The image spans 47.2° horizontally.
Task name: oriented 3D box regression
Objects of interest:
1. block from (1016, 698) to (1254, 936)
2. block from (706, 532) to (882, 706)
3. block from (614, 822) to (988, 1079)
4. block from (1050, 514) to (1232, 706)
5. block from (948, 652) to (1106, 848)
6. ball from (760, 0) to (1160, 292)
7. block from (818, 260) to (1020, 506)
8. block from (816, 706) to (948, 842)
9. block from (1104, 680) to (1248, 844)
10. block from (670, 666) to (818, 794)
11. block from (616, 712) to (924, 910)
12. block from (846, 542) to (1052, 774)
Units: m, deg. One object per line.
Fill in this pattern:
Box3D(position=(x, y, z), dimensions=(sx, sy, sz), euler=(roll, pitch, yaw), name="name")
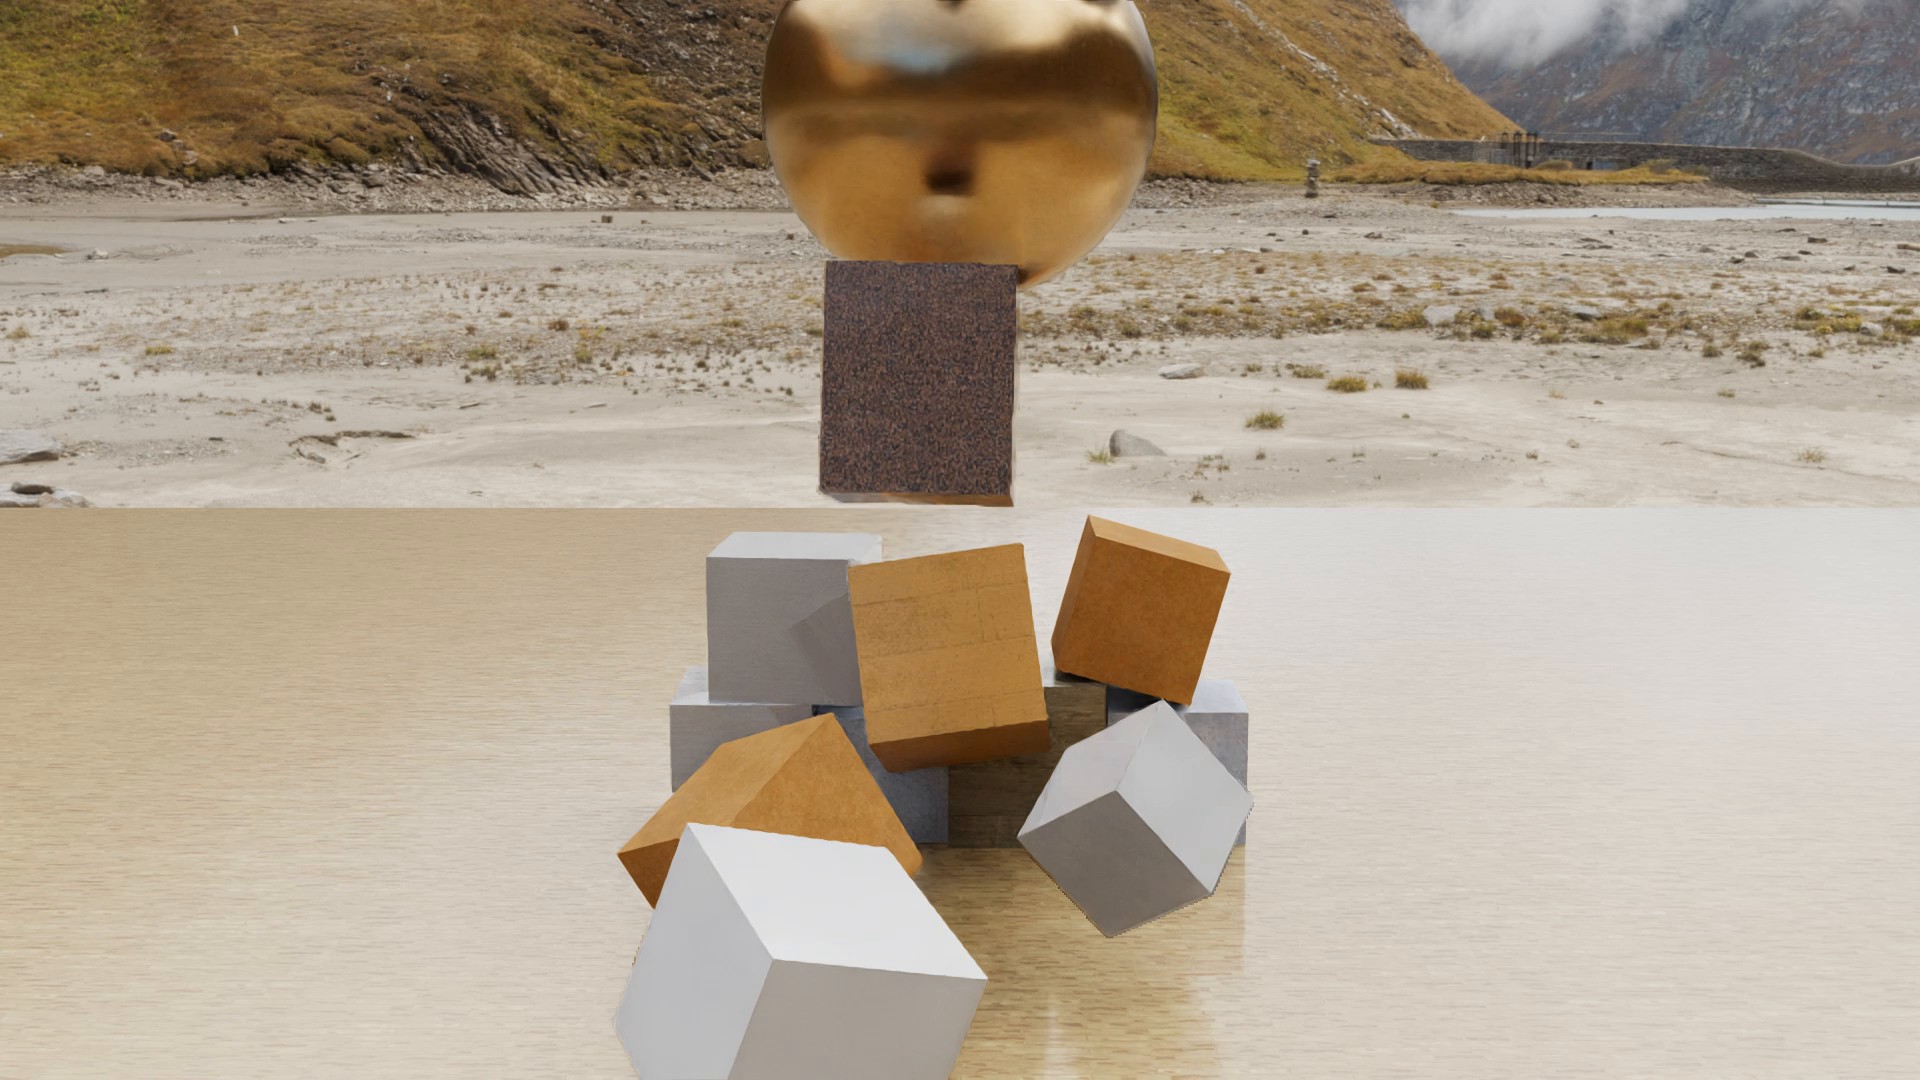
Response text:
Box3D(position=(0.735, 1.164, 9.199), dimensions=(0.595, 0.594, 0.594), euler=(-32, 15, 40), name="block")
Box3D(position=(-0.832, 0.389, 11.213), dimensions=(0.779, 0.738, 0.724), euler=(1, 10, 5), name="block")
Box3D(position=(-0.566, 1.583, 7.531), dimensions=(0.807, 0.818, 0.869), euler=(12, 17, -31), name="block")
Box3D(position=(0.910, 0.349, 11.247), dimensions=(0.700, 0.705, 0.624), euler=(15, 10, -3), name="block")
Box3D(position=(0.334, 1.072, 11.345), dimensions=(0.779, 0.831, 0.757), euler=(0, 10, 0), name="block")
Box3D(position=(0.000, -1.763, 8.873), dimensions=(1.600, 1.600, 1.600), euler=(0, 10, 0), name="ball")
Box3D(position=(-0.120, -0.506, 7.362), dimensions=(0.612, 0.739, 0.702), euler=(2, -2, 2), name="block")
Box3D(position=(-0.390, 1.156, 11.396), dimensions=(0.664, 0.649, 0.653), euler=(0, 10, 0), name="block")
Box3D(position=(1.093, 1.140, 11.376), dimensions=(0.700, 0.687, 0.682), euler=(0, 10, 0), name="block")
Box3D(position=(-1.086, 1.112, 11.375), dimensions=(0.712, 0.743, 0.806), euler=(0, 10, 0), name="block")
Box3D(position=(-0.768, 1.308, 9.060), dimensions=(0.671, 0.768, 0.797), euler=(-19, 18, 39), name="block")
Box3D(position=(-0.034, 0.579, 10.425), dimensions=(0.811, 0.825, 0.978), euler=(-8, -14, 2), name="block")
